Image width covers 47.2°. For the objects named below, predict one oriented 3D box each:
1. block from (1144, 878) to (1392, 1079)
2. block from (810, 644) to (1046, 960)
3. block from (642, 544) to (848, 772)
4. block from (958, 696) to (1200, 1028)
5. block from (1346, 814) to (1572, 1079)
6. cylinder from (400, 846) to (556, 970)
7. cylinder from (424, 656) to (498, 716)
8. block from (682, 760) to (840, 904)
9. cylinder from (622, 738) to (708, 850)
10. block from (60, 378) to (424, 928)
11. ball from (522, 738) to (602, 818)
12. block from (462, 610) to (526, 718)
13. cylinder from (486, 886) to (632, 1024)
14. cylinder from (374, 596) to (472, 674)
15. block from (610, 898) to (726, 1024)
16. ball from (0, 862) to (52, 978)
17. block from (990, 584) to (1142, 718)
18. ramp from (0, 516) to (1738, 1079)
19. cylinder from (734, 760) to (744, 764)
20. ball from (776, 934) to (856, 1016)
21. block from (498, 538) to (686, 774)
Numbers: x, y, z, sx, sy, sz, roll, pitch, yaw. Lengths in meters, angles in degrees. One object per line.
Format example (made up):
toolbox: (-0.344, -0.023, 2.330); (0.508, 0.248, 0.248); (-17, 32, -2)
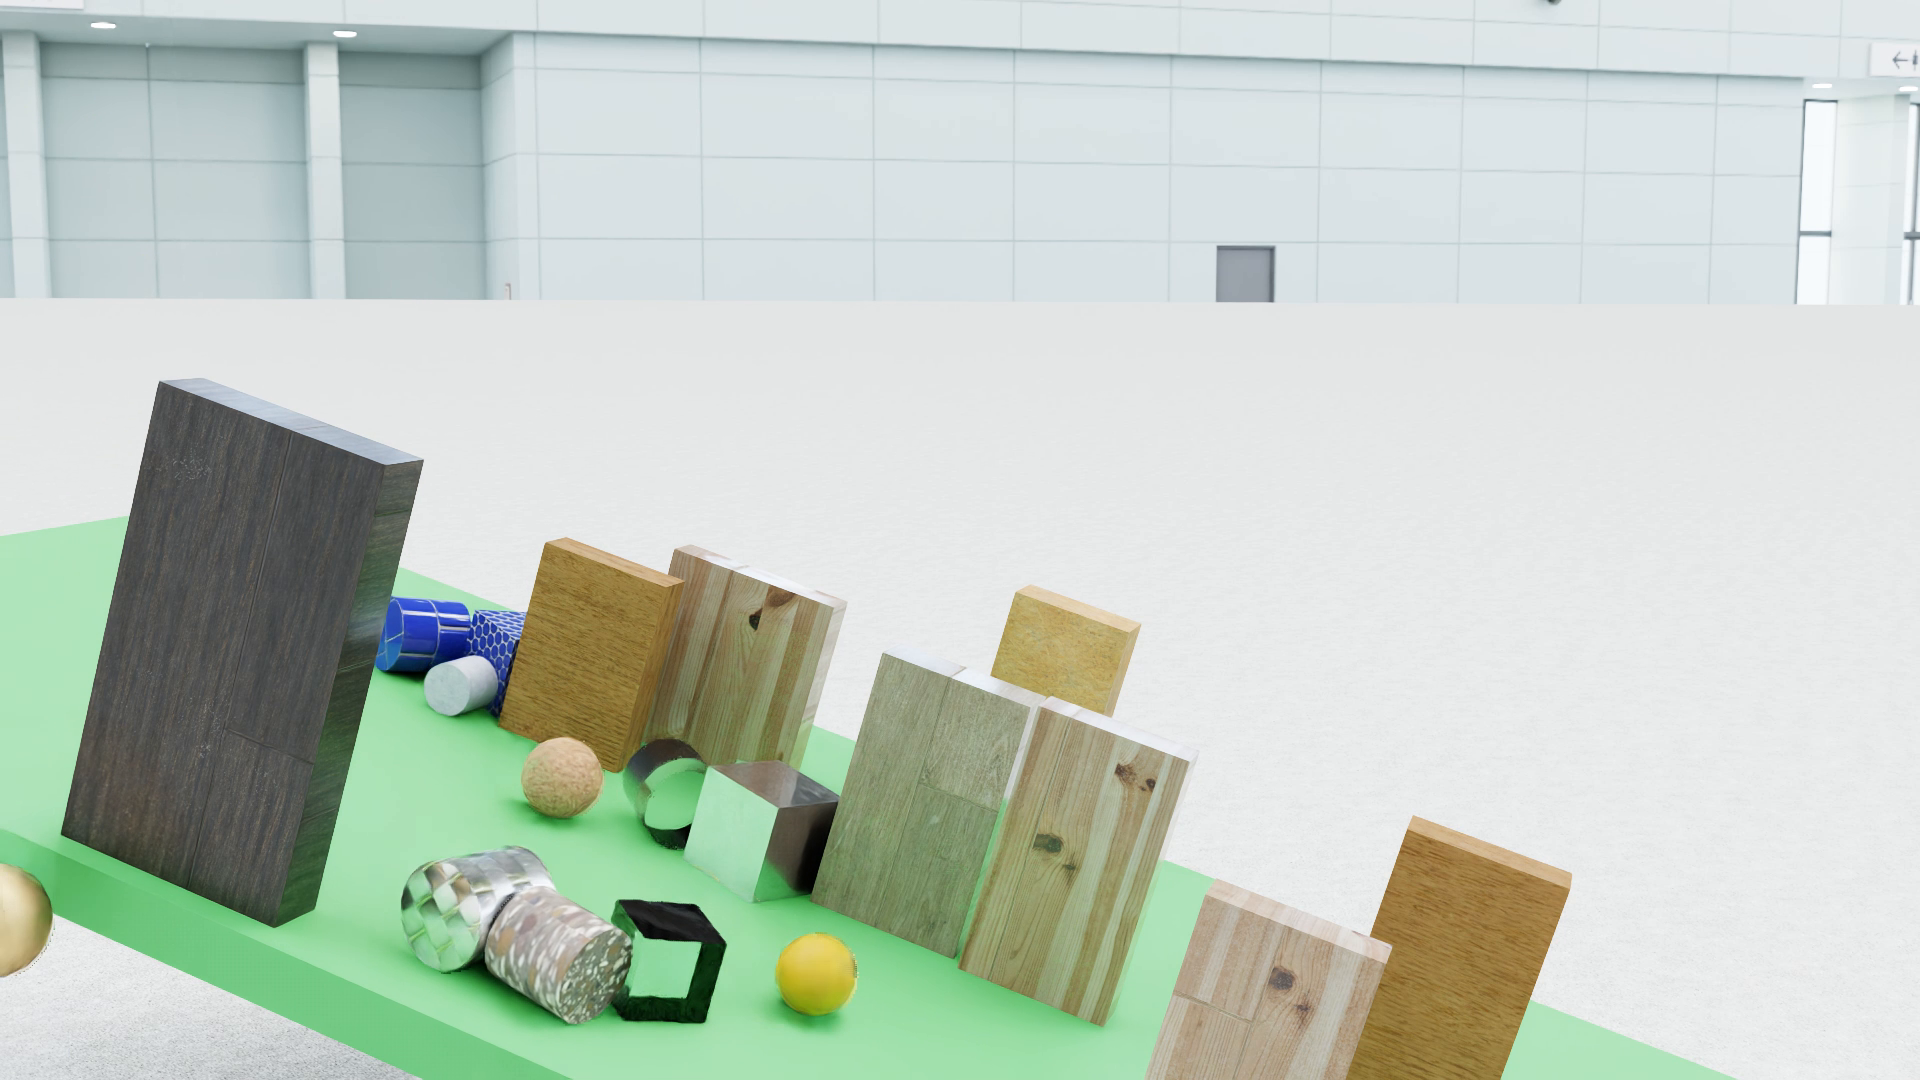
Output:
block: (0.422, 0.806, 3.269); (0.274, 0.534, 0.090); (19, 12, 14)
block: (-0.063, 0.490, 4.144); (0.299, 0.510, 0.107); (19, 12, 14)
block: (-0.485, 0.278, 4.747); (0.380, 0.432, 0.087); (19, 12, 14)
block: (0.215, 0.588, 4.029); (0.292, 0.527, 0.093); (19, 12, 14)
block: (0.766, 0.792, 3.600); (0.267, 0.621, 0.098); (19, 12, 14)
cylinder: (-0.772, 0.589, 3.530); (0.174, 0.174, 0.174); (4, 4, 32)
cylinder: (-1.050, 0.306, 4.629); (0.111, 0.111, 0.111); (2, 6, 20)
block: (-0.372, 0.554, 4.202); (0.194, 0.194, 0.194); (25, 14, 36)
cylinder: (-0.556, 0.495, 4.293); (0.165, 0.165, 0.165); (-3, 19, -23)
block: (-1.139, 0.175, 3.472); (0.412, 0.768, 0.110); (19, 12, 14)
ball: (-0.763, 0.456, 4.217); (0.154, 0.154, 0.154); (0, 7, 0)
block: (-0.953, 0.270, 4.769); (0.178, 0.178, 0.178); (5, 16, -44)
cylinder: (-0.631, 0.652, 3.460); (0.162, 0.162, 0.162); (23, 18, 29)
cylinder: (-1.175, 0.207, 4.788); (0.163, 0.163, 0.163); (7, 1, -40)
block: (-0.486, 0.682, 3.565); (0.143, 0.143, 0.143); (10, 13, -30)
ball: (-1.486, 0.583, 3.369); (0.179, 0.179, 0.179); (0, 7, 0)
block: (0.194, 0.392, 4.958); (0.270, 0.513, 0.131); (19, 12, 14)
ramp: (-0.367, 0.705, 4.233); (4.000, 0.100, 2.000); (19, 12, 14)
cylinder: (-0.396, 0.528, 4.410); (0.147, 0.147, 0.147); (15, 5, -7)
ball: (-0.243, 0.730, 3.696); (0.136, 0.136, 0.136); (0, 7, 0)
block: (-0.770, 0.238, 4.584); (0.283, 0.412, 0.095); (19, 12, 14)
